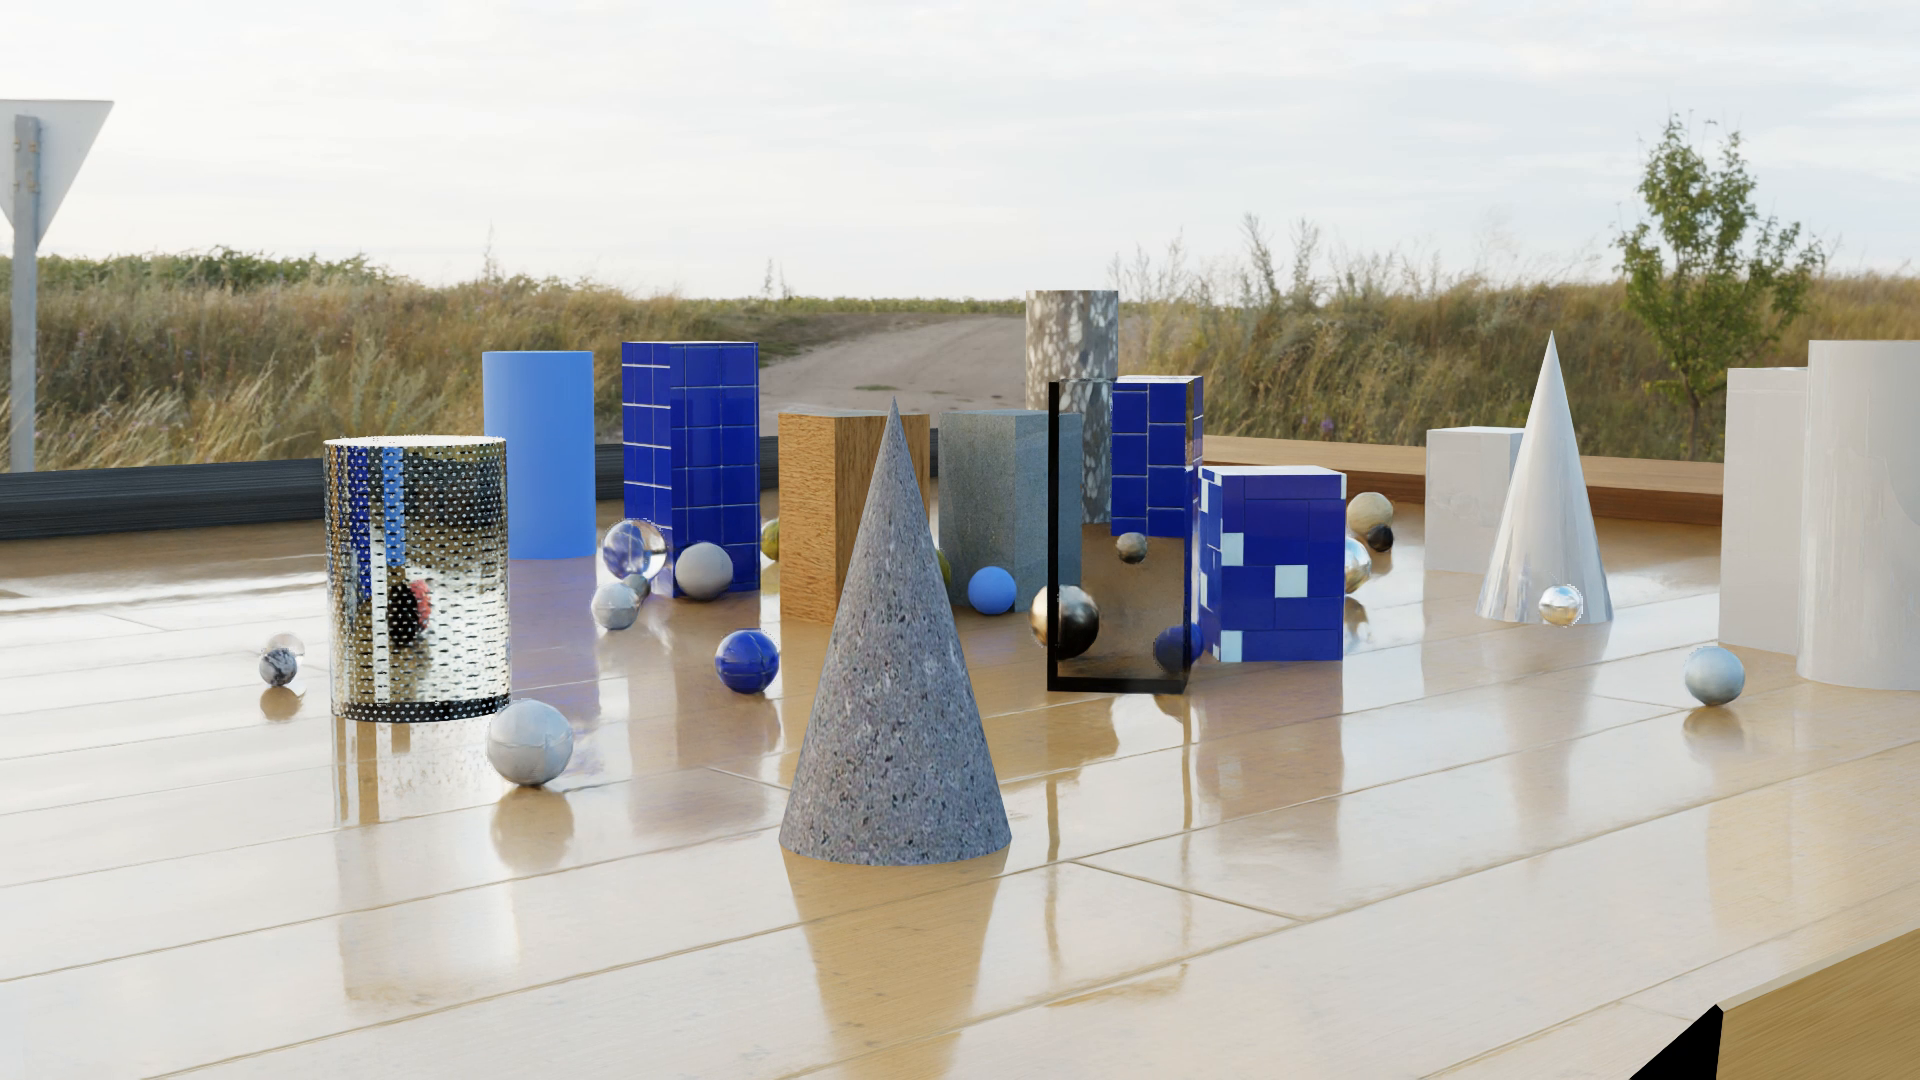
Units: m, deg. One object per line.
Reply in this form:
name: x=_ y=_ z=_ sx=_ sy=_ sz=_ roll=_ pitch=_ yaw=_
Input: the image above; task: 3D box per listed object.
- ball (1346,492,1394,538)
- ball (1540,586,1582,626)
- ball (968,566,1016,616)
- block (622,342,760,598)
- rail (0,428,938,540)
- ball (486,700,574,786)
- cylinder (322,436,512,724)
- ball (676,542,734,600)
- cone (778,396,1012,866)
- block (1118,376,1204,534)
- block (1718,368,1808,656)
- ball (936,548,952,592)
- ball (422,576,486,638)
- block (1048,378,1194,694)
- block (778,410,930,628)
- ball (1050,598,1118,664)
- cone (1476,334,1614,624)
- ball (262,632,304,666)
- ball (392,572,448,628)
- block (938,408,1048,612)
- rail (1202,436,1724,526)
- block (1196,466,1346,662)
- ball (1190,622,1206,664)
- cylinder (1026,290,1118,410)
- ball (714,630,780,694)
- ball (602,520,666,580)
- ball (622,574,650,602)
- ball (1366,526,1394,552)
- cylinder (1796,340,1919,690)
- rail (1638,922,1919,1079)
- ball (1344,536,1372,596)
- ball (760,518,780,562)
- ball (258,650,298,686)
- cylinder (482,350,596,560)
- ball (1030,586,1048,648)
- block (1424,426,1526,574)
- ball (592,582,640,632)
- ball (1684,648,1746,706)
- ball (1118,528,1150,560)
ball: x=0.805 y=-0.049 z=4.318 sx=0.091 sy=0.091 sz=0.091 roll=0 pitch=6 yaw=0
ball: x=0.818 y=0.089 z=2.996 sx=0.055 sy=0.055 sz=0.055 roll=0 pitch=6 yaw=0
ball: x=0.047 y=0.074 z=3.227 sx=0.072 sy=0.072 sz=0.072 roll=0 pitch=6 yaw=0
block: x=-0.430 y=-0.118 z=3.515 sx=0.159 sy=0.395 sz=0.159 roll=-4 pitch=7 yaw=-36
rail: x=-1.309 y=-0.114 z=4.743 sx=3.988 sy=0.129 sz=0.045 roll=-5 pitch=8 yaw=-42
ball: x=-0.404 y=0.191 z=2.067 sx=0.081 sy=0.081 sz=0.081 roll=0 pitch=6 yaw=0
cylinder: x=-0.607 y=0.039 z=2.465 sx=0.198 sy=0.300 sz=0.198 roll=0 pitch=6 yaw=0
ball: x=-0.394 y=0.048 z=3.389 sx=0.089 sy=0.089 sz=0.089 roll=0 pitch=6 yaw=0
cone: x=-0.055 y=0.065 z=1.849 sx=0.198 sy=0.376 sz=0.198 roll=0 pitch=6 yaw=0
block: x=0.403 y=-0.175 z=4.457 sx=0.159 sy=0.312 sz=0.159 roll=1 pitch=6 yaw=13
block: x=1.129 y=-0.042 z=2.913 sx=0.159 sy=0.368 sz=0.159 roll=-3 pitch=7 yaw=-28
ball: x=-0.061 y=0.054 z=3.295 sx=0.098 sy=0.098 sz=0.098 roll=0 pitch=6 yaw=0
ball: x=-0.688 y=0.092 z=2.992 sx=0.086 sy=0.086 sz=0.086 roll=0 pitch=6 yaw=0
block: x=0.193 y=-0.009 z=2.629 sx=0.159 sy=0.362 sz=0.159 roll=1 pitch=6 yaw=9
block: x=-0.154 y=-0.035 z=3.191 sx=0.159 sy=0.297 sz=0.159 roll=-4 pitch=7 yaw=-34
ball: x=0.156 y=0.115 z=2.772 sx=0.085 sy=0.085 sz=0.085 roll=0 pitch=6 yaw=0
cone: x=0.858 y=-0.097 z=3.210 sx=0.198 sy=0.417 sz=0.198 roll=0 pitch=6 yaw=0
ball: x=-0.834 y=0.139 z=2.712 sx=0.050 sy=0.050 sz=0.050 roll=0 pitch=6 yaw=0
ball: x=-0.762 y=0.084 z=3.105 sx=0.078 sy=0.078 sz=0.078 roll=0 pitch=6 yaw=0
block: x=0.079 y=-0.049 z=3.349 sx=0.159 sy=0.291 sz=0.159 roll=6 pitch=8 yaw=44
rail: x=1.448 y=-0.105 z=4.661 sx=0.045 sy=0.129 sz=3.908 roll=-5 pitch=8 yaw=-42
block: x=0.404 y=0.028 z=2.870 sx=0.159 sy=0.238 sz=0.159 roll=-1 pitch=6 yaw=-5
ball: x=0.277 y=0.129 z=2.760 sx=0.060 sy=0.060 sz=0.060 roll=0 pitch=6 yaw=0
cylinder: x=0.240 y=-0.291 z=4.729 sx=0.198 sy=0.487 sz=0.198 roll=0 pitch=6 yaw=0
ball: x=-0.248 y=0.142 z=2.562 sx=0.075 sy=0.075 sz=0.075 roll=0 pitch=6 yaw=0
ball: x=-0.506 y=0.017 z=3.414 sx=0.099 sy=0.099 sz=0.099 roll=0 pitch=6 yaw=0
ball: x=-0.497 y=0.073 z=3.369 sx=0.044 sy=0.044 sz=0.044 roll=0 pitch=6 yaw=0
ball: x=0.779 y=-0.003 z=4.072 sx=0.050 sy=0.050 sz=0.050 roll=0 pitch=6 yaw=0
cylinder: x=1.126 y=-0.036 z=2.664 sx=0.198 sy=0.409 sz=0.198 roll=0 pitch=6 yaw=0
rail: x=1.309 y=0.181 z=1.921 sx=3.988 sy=0.129 sz=0.045 roll=-5 pitch=8 yaw=-42
ball: x=0.597 y=0.040 z=3.448 sx=0.094 sy=0.094 sz=0.094 roll=0 pitch=6 yaw=0
ball: x=-0.320 y=0.001 z=3.909 sx=0.077 sy=0.077 sz=0.077 roll=0 pitch=6 yaw=0
ball: x=-0.811 y=0.152 z=2.617 sx=0.044 sy=0.044 sz=0.044 roll=0 pitch=6 yaw=0
cylinder: x=-0.769 y=-0.159 z=4.027 sx=0.198 sy=0.370 sz=0.198 roll=0 pitch=6 yaw=0
ball: x=0.139 y=0.099 z=2.859 sx=0.096 sy=0.096 sz=0.096 roll=0 pitch=6 yaw=0
block: x=0.915 y=-0.070 z=3.796 sx=0.159 sy=0.240 sz=0.159 roll=5 pitch=8 yaw=42
ball: x=-0.480 y=0.093 z=3.066 sx=0.067 sy=0.067 sz=0.067 roll=0 pitch=6 yaw=0
ball: x=0.853 y=0.154 z=2.486 sx=0.066 sy=0.066 sz=0.066 roll=0 pitch=6 yaw=0
ball: x=0.312 y=0.008 z=3.936 sx=0.057 sy=0.057 sz=0.057 roll=0 pitch=6 yaw=0
